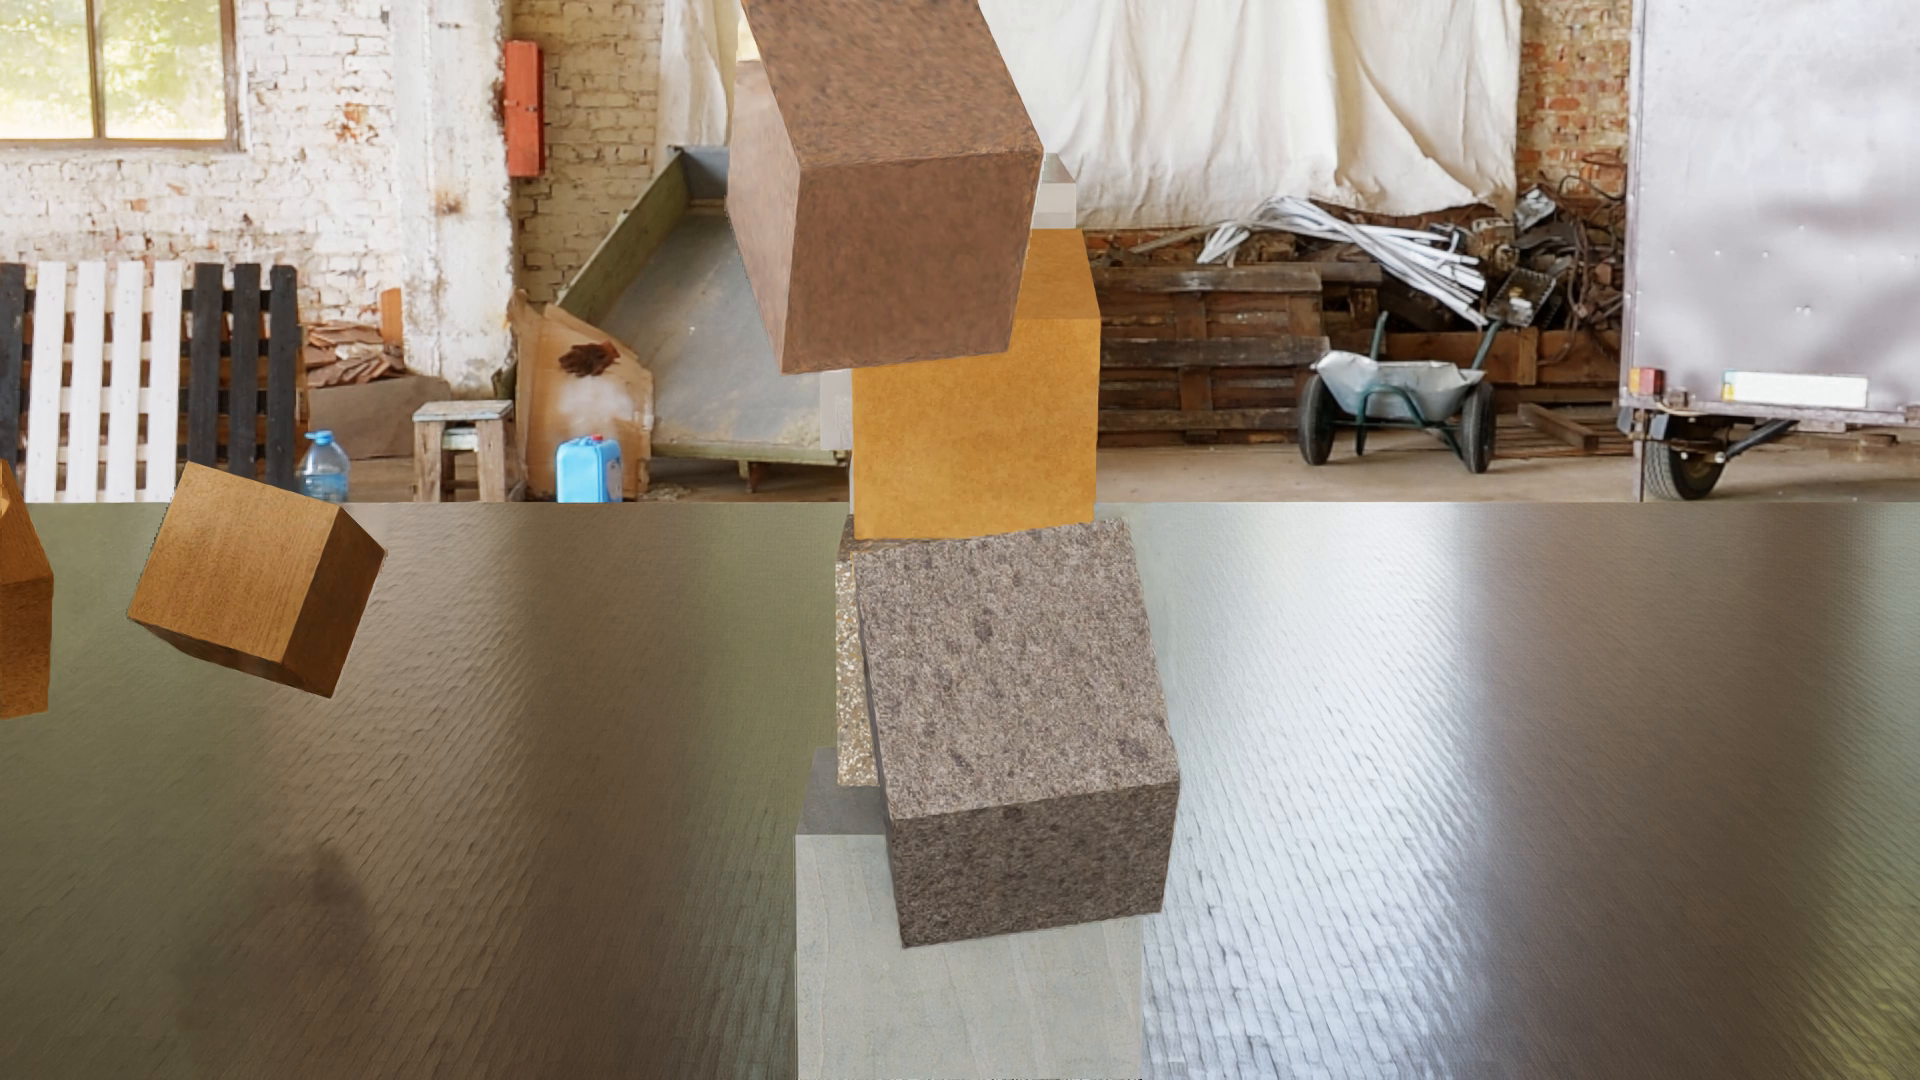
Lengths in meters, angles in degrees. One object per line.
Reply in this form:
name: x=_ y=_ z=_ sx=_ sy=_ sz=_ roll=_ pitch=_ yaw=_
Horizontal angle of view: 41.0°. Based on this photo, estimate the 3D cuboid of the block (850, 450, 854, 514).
block: x=0.020 y=0.107 z=10.811 sx=0.923 sy=1.064 sz=0.947 roll=0 pitch=16 yaw=0

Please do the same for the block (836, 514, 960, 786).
block: x=0.011 y=0.398 z=9.802 sx=0.920 sy=0.840 sz=1.003 roll=0 pitch=10 yaw=0

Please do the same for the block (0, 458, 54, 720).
block: x=-4.301 y=0.257 z=10.616 sx=0.857 sy=0.800 sz=0.730 roll=-11 pitch=48 yaw=-31

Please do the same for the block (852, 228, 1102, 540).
block: x=0.041 y=-0.616 z=9.893 sx=0.903 sy=0.888 sz=0.947 roll=0 pitch=27 yaw=-2

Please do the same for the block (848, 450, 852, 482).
block: x=-0.119 y=-0.849 z=13.567 sx=0.909 sy=0.855 sz=0.757 roll=1 pitch=55 yaw=-5

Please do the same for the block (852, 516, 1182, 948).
block: x=0.169 y=0.646 z=8.358 sx=0.880 sy=0.922 sz=1.079 roll=-8 pitch=-29 yaw=-3

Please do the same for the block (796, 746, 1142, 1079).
block: x=0.035 y=1.366 z=9.442 sx=1.191 sy=0.934 sz=1.167 roll=0 pitch=10 yaw=0

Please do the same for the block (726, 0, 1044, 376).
block: x=-0.247 y=-1.062 z=7.557 sx=0.696 sy=0.771 sz=0.769 roll=-7 pitch=49 yaw=-15

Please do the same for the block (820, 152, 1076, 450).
block: x=-0.076 y=-1.033 z=10.887 sx=1.037 sy=1.091 sz=0.981 roll=-1 pitch=16 yaw=-3

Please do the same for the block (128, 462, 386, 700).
block: x=-3.456 y=0.212 z=12.689 sx=0.787 sy=0.803 sz=0.906 roll=16 pitch=-13 yaw=6

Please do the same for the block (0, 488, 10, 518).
block: x=-4.037 y=-0.024 z=9.141 sx=0.793 sy=0.885 sz=0.813 roll=31 pitch=-2 yaw=-32
